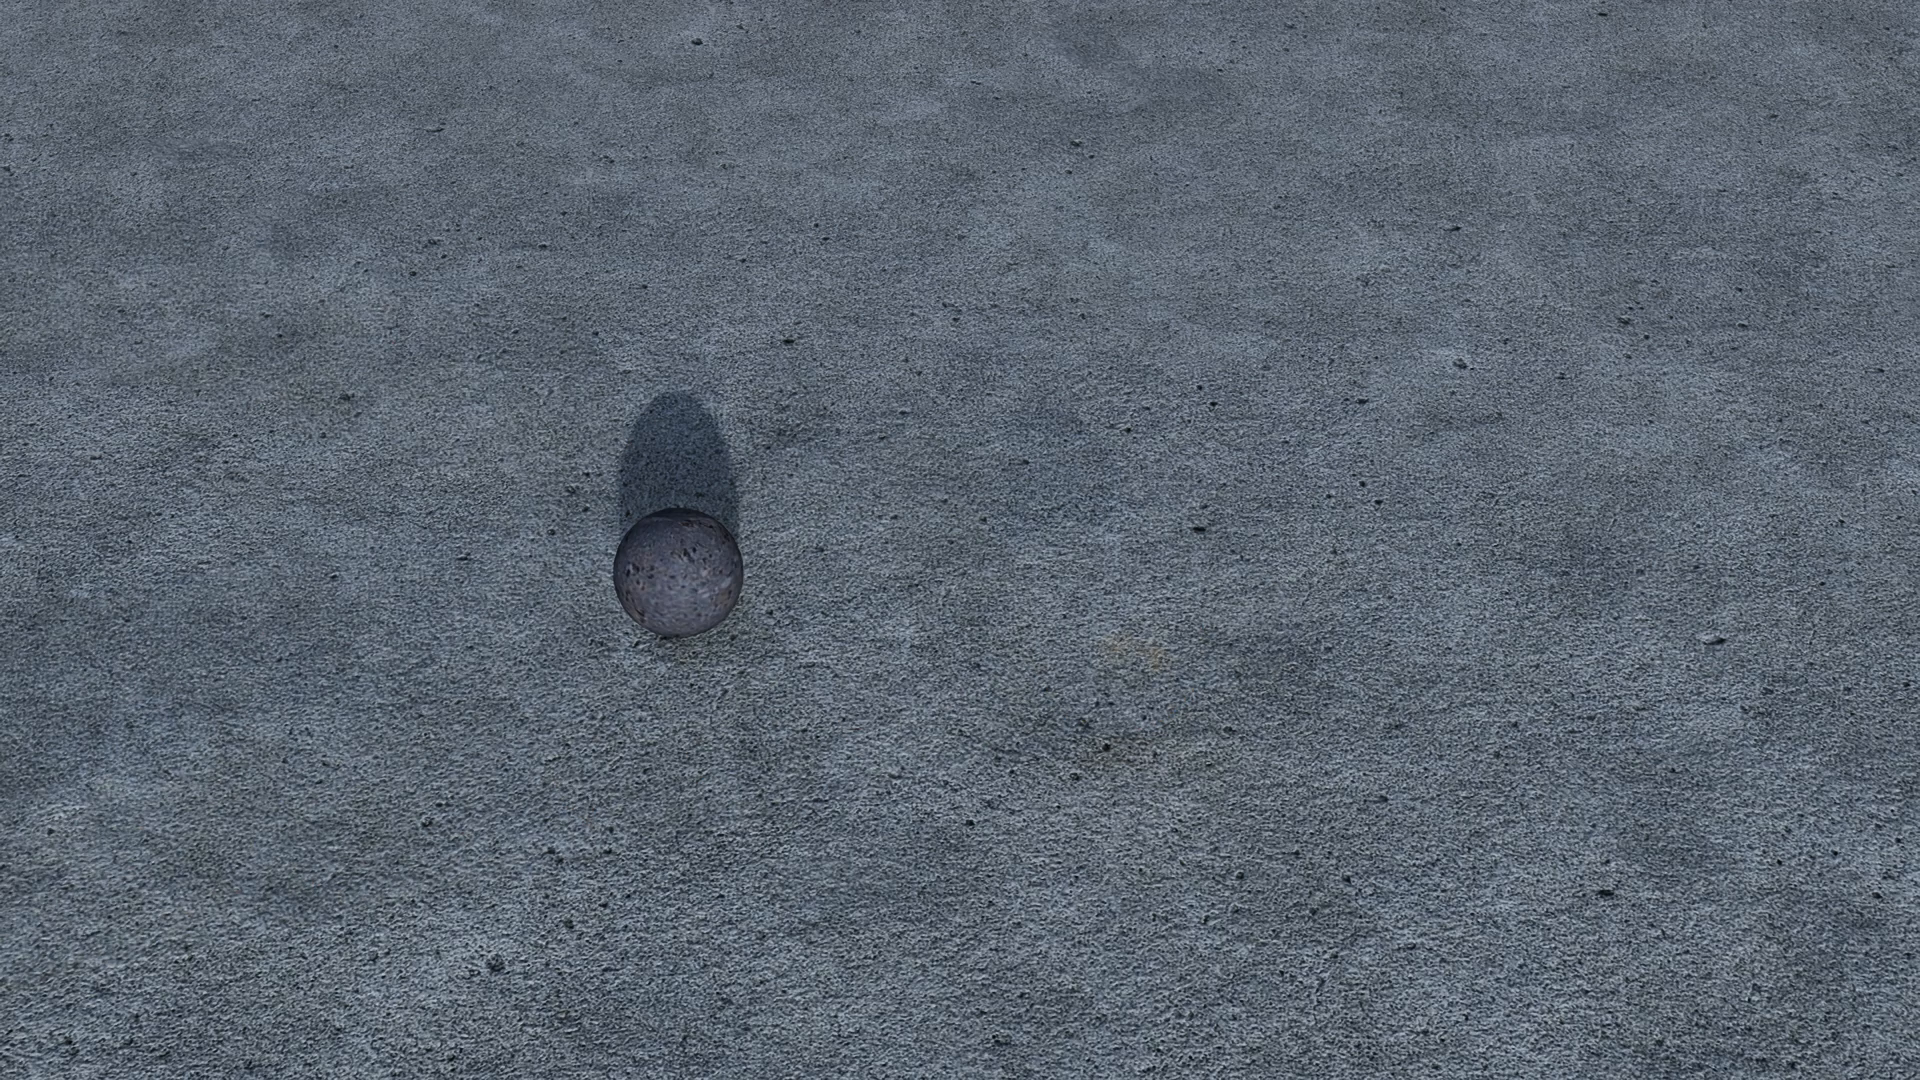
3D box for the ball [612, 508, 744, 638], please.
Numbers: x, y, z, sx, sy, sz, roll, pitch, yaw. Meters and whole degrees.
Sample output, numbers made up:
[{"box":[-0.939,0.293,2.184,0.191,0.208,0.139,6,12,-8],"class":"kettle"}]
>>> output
[{"box":[-0.161,0.019,1.470,0.075,0.075,0.075,0,37,0],"class":"ball"}]
